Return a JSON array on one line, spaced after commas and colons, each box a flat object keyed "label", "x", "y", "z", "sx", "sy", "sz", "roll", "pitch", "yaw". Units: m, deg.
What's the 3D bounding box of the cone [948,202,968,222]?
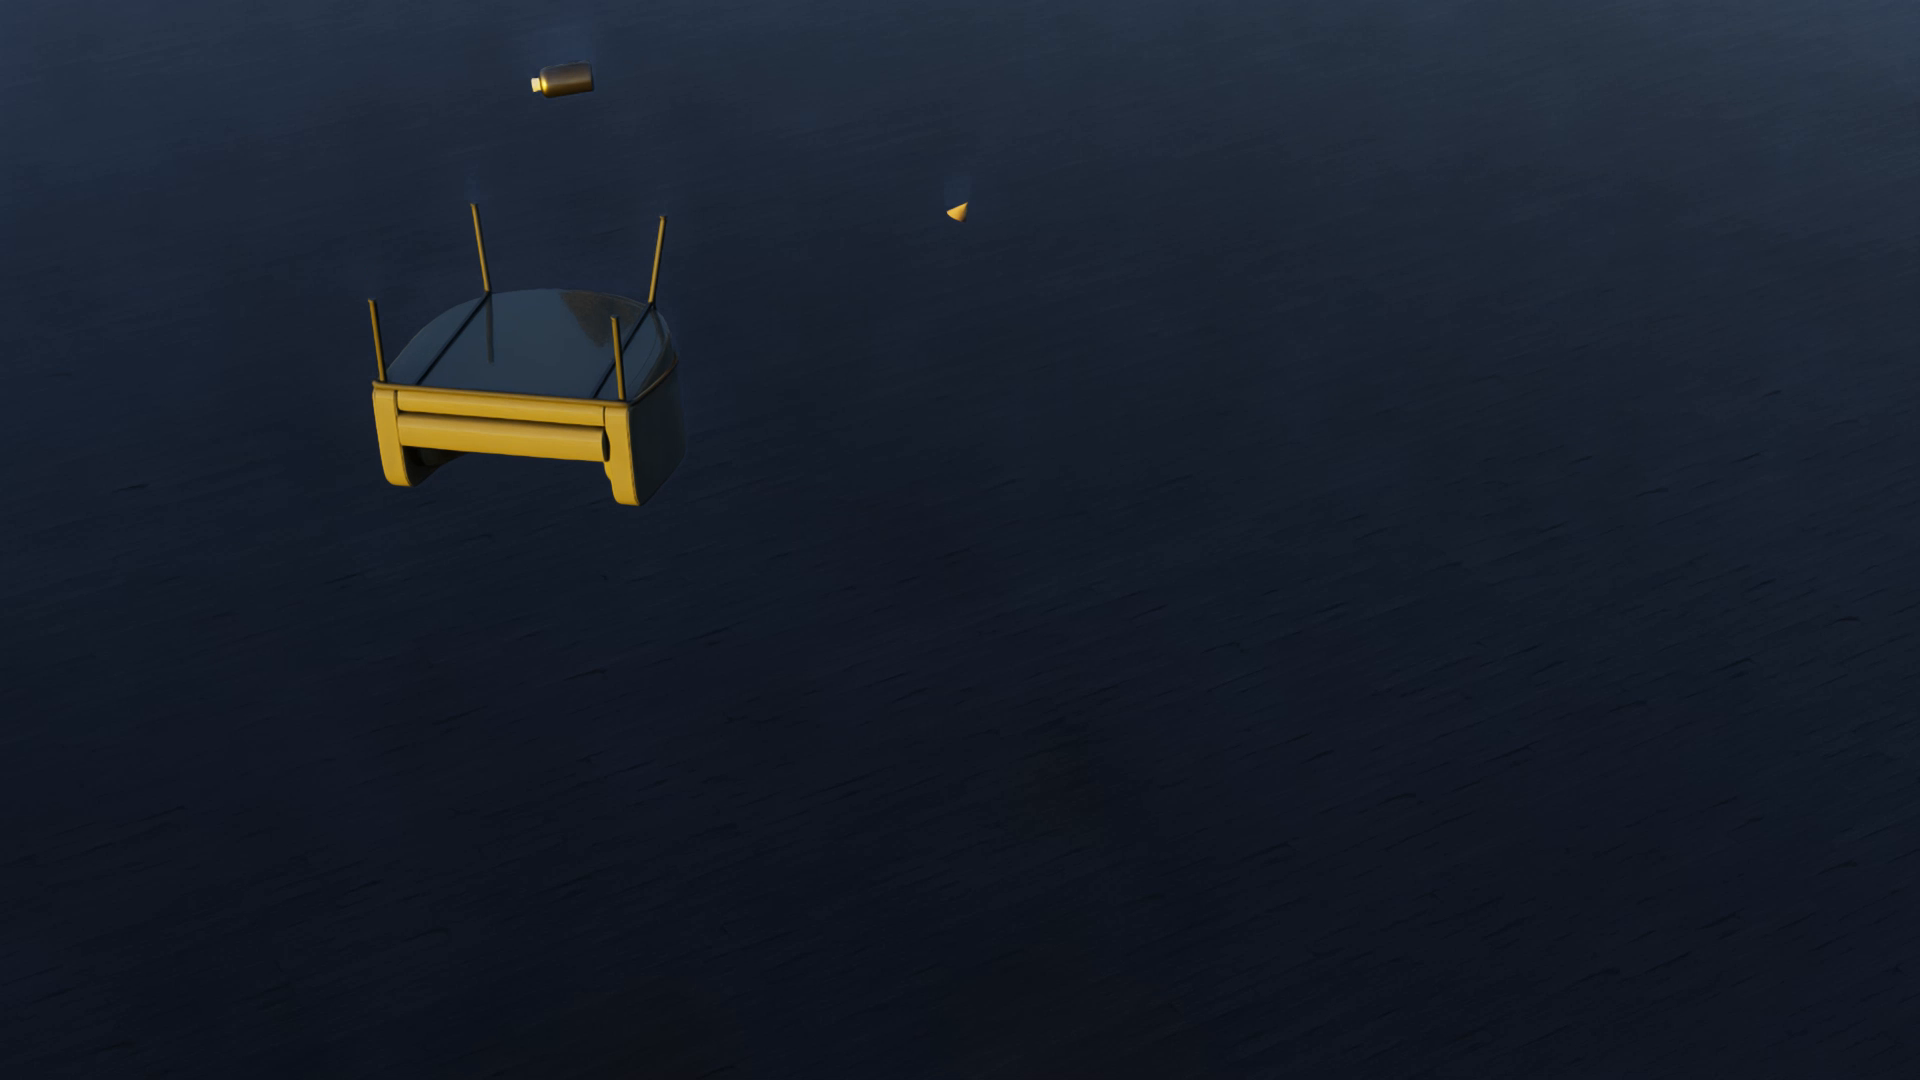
[{"label": "cone", "x": 0.007, "y": -1.010, "z": 8.952, "sx": 0.074, "sy": 0.060, "sz": 0.042, "roll": 16, "pitch": 39, "yaw": -36}]
